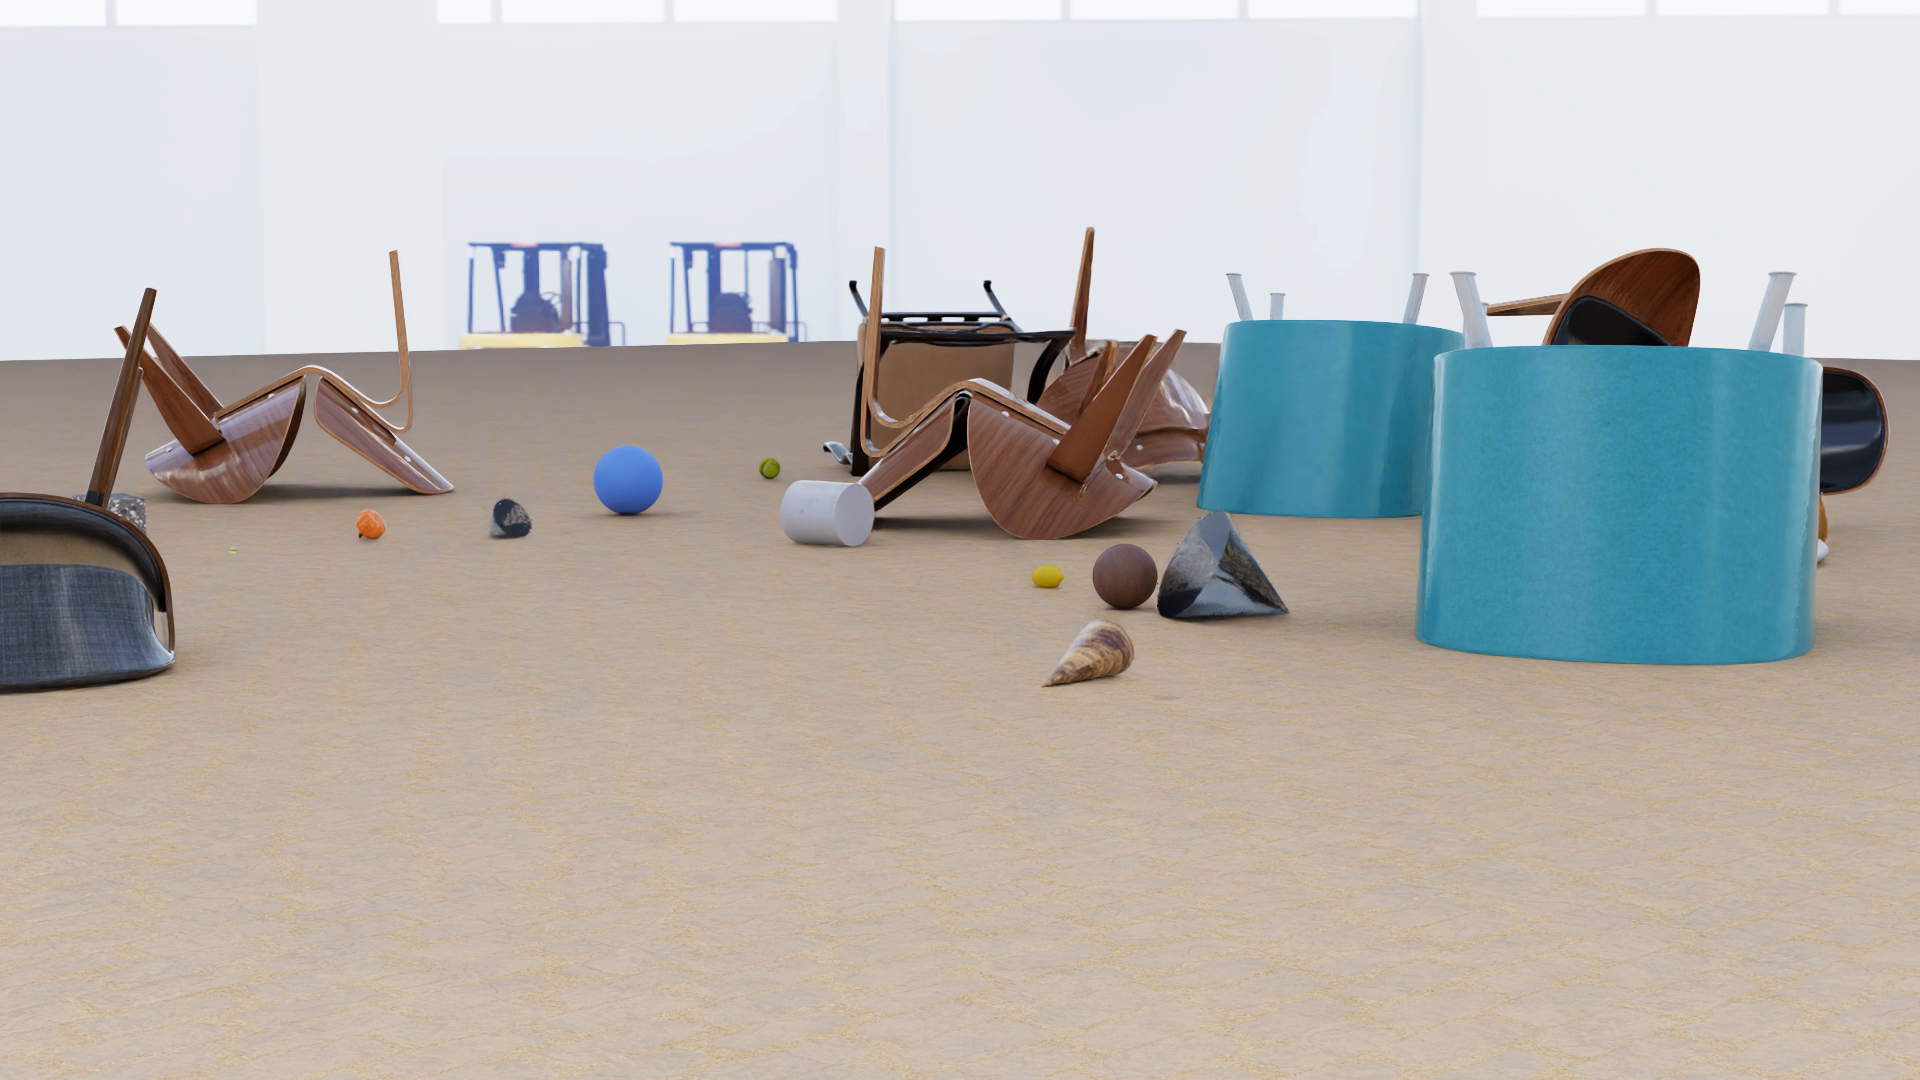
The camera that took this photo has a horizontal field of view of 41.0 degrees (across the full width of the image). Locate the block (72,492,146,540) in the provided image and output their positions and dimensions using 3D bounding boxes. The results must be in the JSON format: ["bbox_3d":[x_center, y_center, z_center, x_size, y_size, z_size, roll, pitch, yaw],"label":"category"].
[{"bbox_3d":[-2.161,-0.060,6.515,0.127,0.099,0.209,-4,7,-32],"label":"block"}]

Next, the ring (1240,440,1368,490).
[{"bbox_3d":[1.075,-0.235,8.009,0.399,0.142,0.413,2,5,12],"label":"ring"}]

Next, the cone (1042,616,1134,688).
[{"bbox_3d":[0.185,0.206,4.175,0.112,0.098,0.181,-16,12,47],"label":"cone"}]

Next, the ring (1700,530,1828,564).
[{"bbox_3d":[1.869,0.017,5.970,0.272,0.059,0.347,0,5,-9],"label":"ring"}]

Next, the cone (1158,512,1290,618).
[{"bbox_3d":[0.547,0.095,4.981,0.231,0.242,0.211,26,35,-18],"label":"cone"}]

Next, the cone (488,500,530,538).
[{"bbox_3d":[-1.165,-0.033,6.499,0.094,0.109,0.128,-31,-8,29],"label":"cone"}]

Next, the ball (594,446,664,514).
[{"bbox_3d":[-0.916,-0.166,7.085,0.192,0.192,0.192,0,6,0],"label":"ball"}]

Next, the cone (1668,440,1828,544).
[{"bbox_3d":[1.894,-0.053,6.290,0.348,0.276,0.320,-22,-8,2],"label":"cone"}]

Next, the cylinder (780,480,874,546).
[{"bbox_3d":[-0.326,-0.066,6.304,0.175,0.155,0.150,5,-19,38],"label":"cylinder"}]
